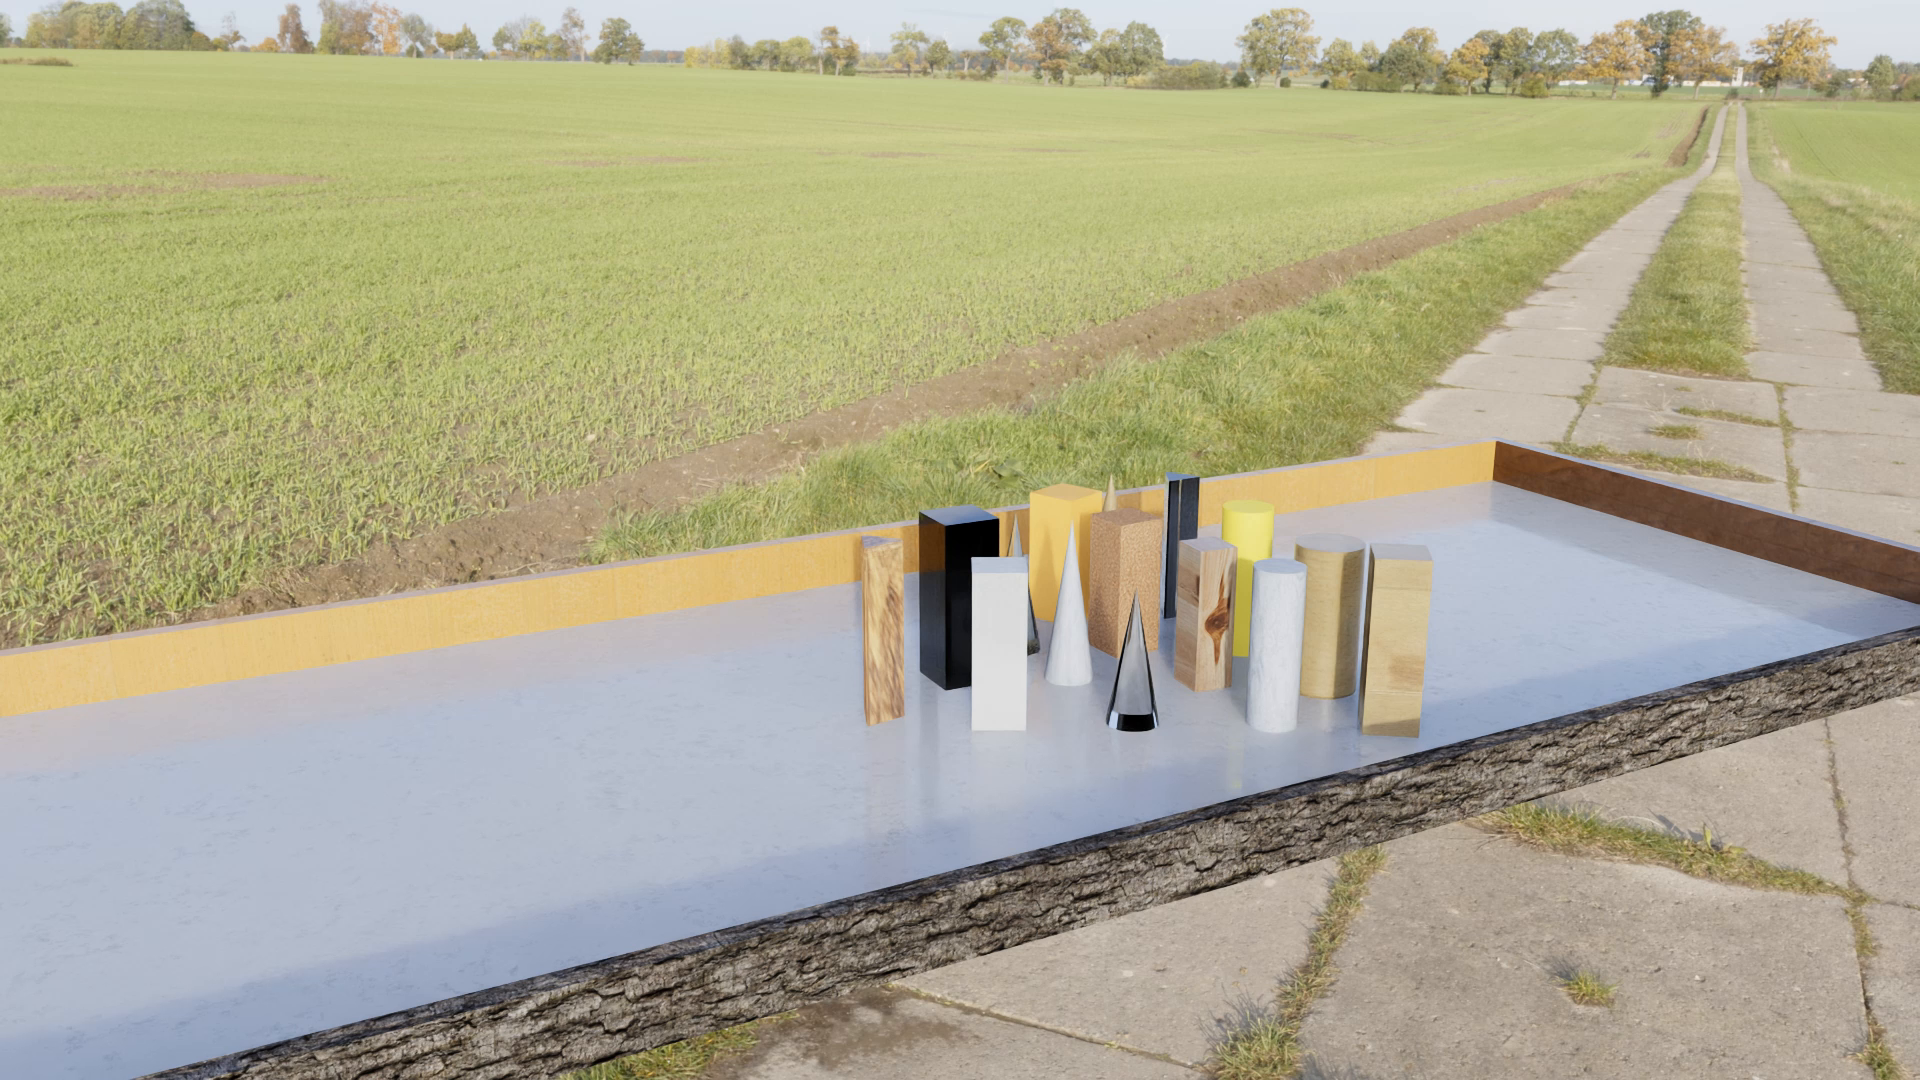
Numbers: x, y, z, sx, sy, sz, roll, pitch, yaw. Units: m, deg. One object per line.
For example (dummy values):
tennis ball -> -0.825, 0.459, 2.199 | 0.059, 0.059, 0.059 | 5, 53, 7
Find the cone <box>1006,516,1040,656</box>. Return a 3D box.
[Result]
cone -> 0.144, 0.108, 4.330 | 0.140, 0.371, 0.140 | 0, 16, 0

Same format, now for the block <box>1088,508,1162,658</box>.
block -> 0.433, 0.111, 4.336 | 0.132, 0.361, 0.132 | -10, 19, -30

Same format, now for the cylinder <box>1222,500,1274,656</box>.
cylinder -> 0.747, 0.100, 4.323 | 0.133, 0.390, 0.133 | 0, 16, 0

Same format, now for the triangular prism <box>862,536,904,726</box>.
triangular prism -> -0.201, 0.208, 3.874 | 0.105, 0.436, 0.091 | -12, 20, -36

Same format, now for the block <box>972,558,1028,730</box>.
block -> 0.090, 0.242, 3.851 | 0.126, 0.384, 0.126 | 0, 16, 0

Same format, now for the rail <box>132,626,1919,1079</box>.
rail -> -2.336, 1.006, 1.665 | 12.000, 0.150, 0.050 | -9, 18, -27

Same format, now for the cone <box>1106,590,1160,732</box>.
cone -> 0.407, 0.268, 3.849 | 0.128, 0.336, 0.128 | 0, 16, 0

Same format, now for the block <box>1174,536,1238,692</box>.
block -> 0.608, 0.184, 4.087 | 0.103, 0.363, 0.103 | -7, 18, -22

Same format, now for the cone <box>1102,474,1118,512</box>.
cone -> 0.440, -0.030, 4.840 | 0.149, 0.348, 0.149 | 0, 16, 0

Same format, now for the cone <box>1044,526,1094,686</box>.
cone -> 0.276, 0.147, 4.118 | 0.126, 0.415, 0.126 | 0, 16, 0

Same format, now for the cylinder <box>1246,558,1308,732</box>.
cylinder -> 0.735, 0.245, 3.838 | 0.123, 0.386, 0.123 | 0, 16, 0

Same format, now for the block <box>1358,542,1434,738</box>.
block -> 1.004, 0.231, 3.812 | 0.127, 0.426, 0.127 | 2, 17, 8

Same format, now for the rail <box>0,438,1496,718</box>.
rail -> -3.305, 0.497, 3.399 | 12.000, 0.150, 0.050 | -9, 18, -27

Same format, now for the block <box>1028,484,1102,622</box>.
block -> 0.292, 0.039, 4.589 | 0.141, 0.357, 0.141 | 14, 21, 39

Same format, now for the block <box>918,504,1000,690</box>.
block -> -0.003, 0.141, 4.120 | 0.148, 0.425, 0.148 | -8, 18, -26

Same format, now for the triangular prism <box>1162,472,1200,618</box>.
triangular prism -> 0.595, 0.012, 4.610 | 0.102, 0.398, 0.088 | -9, 19, -28

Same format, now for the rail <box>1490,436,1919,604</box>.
rail -> 2.466, -0.048, 5.253 | 0.050, 0.150, 2.100 | -9, 18, -27

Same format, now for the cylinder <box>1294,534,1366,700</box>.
cylinder -> 0.900, 0.186, 4.058 | 0.169, 0.374, 0.169 | 0, 16, 0
